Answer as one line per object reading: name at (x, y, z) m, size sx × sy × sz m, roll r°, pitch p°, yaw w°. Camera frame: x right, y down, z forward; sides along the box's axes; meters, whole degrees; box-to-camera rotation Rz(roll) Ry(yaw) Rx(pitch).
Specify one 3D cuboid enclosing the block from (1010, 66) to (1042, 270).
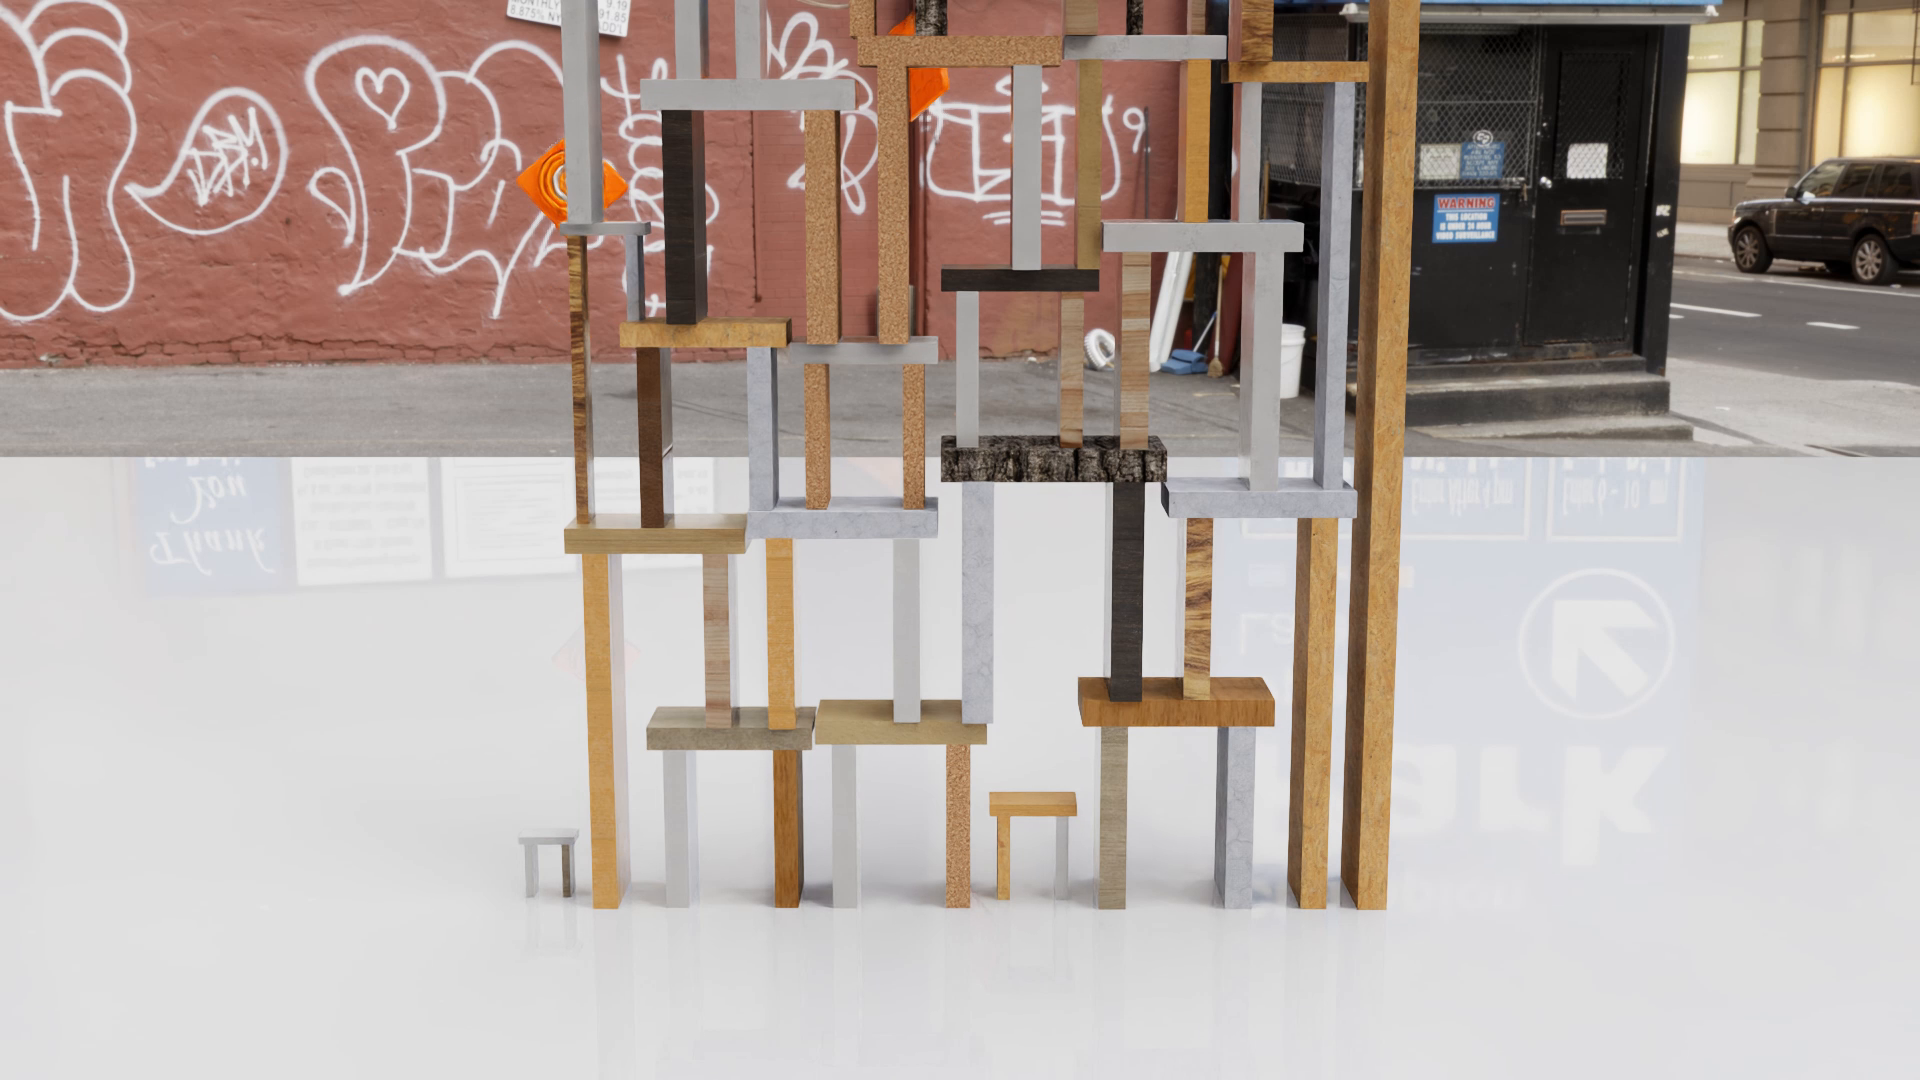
block at (0.103, -0.584, 3.447) m, size 0.044 × 0.310 × 0.155 m, roll 0°, pitch 11°, yaw 0°

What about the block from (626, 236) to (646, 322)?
block at (-0.515, -0.417, 3.487) m, size 0.019 × 0.135 × 0.068 m, roll 0°, pitch 11°, yaw 0°

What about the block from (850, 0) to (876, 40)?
block at (-0.150, -0.908, 3.389) m, size 0.037 × 0.261 × 0.131 m, roll 0°, pitch 11°, yaw 0°

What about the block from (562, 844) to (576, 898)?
block at (-0.652, 0.544, 3.664) m, size 0.013 × 0.092 × 0.046 m, roll 0°, pitch 11°, yaw 0°

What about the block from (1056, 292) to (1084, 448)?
block at (0.176, -0.277, 3.511) m, size 0.035 × 0.247 × 0.123 m, roll 0°, pitch 11°, yaw 0°

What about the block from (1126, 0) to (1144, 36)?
block at (0.271, -0.852, 3.406) m, size 0.020 × 0.143 × 0.072 m, roll 0°, pitch 11°, yaw 0°

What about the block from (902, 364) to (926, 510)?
block at (-0.074, -0.173, 3.528) m, size 0.033 × 0.232 × 0.116 m, roll 0°, pitch 10°, yaw 0°

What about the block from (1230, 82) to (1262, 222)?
block at (0.448, -0.607, 3.443) m, size 0.030 × 0.214 × 0.107 m, roll 0°, pitch 11°, yaw 0°

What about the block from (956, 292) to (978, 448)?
block at (0.012, -0.277, 3.510) m, size 0.035 × 0.247 × 0.123 m, roll 0°, pitch 11°, yaw 0°

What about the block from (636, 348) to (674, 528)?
block at (-0.488, -0.172, 3.525) m, size 0.037 × 0.287 × 0.130 m, roll 0°, pitch 11°, yaw 0°

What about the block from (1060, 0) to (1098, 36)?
block at (0.185, -0.951, 3.388) m, size 0.049 × 0.344 × 0.172 m, roll 0°, pitch 11°, yaw 0°

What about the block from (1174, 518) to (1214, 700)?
block at (0.380, 0.098, 3.577) m, size 0.042 × 0.297 × 0.149 m, roll 0°, pitch 11°, yaw 0°

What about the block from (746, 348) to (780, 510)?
block at (-0.315, -0.186, 3.523) m, size 0.037 × 0.259 × 0.130 m, roll 0°, pitch 11°, yaw 0°

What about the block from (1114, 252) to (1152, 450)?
block at (0.273, -0.308, 3.505) m, size 0.044 × 0.309 × 0.154 m, roll 0°, pitch 11°, yaw 0°

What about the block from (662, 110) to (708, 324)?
block at (-0.433, -0.510, 3.465) m, size 0.046 × 0.327 × 0.163 m, roll 0°, pitch 11°, yaw 0°

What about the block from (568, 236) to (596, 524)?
block at (-0.605, -0.258, 3.516) m, size 0.019 × 0.459 × 0.068 m, roll 0°, pitch 11°, yaw 0°

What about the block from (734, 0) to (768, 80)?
block at (-0.324, -0.876, 3.395) m, size 0.037 × 0.326 × 0.131 m, roll 0°, pitch 11°, yaw 0°

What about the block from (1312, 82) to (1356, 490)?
block at (0.591, -0.401, 3.481) m, size 0.030 × 0.633 × 0.107 m, roll 0°, pitch 11°, yaw 0°

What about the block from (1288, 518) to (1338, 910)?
block at (0.578, 0.271, 3.609) m, size 0.042 × 0.649 × 0.148 m, roll 0°, pitch 11°, yaw 0°

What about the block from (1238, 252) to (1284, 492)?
block at (0.479, -0.275, 3.511) m, size 0.044 × 0.375 × 0.154 m, roll 0°, pitch 11°, yaw 0°

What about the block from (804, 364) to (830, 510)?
block at (-0.228, -0.173, 3.528) m, size 0.033 × 0.232 × 0.116 m, roll 0°, pitch 11°, yaw 0°

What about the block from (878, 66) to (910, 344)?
block at (-0.104, -0.527, 3.459) m, size 0.044 × 0.425 × 0.155 m, roll 0°, pitch 11°, yaw 0°

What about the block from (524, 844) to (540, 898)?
block at (-0.714, 0.544, 3.664) m, size 0.013 × 0.092 × 0.046 m, roll 0°, pitch 11°, yaw 0°

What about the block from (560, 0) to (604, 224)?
block at (-0.589, -0.736, 3.421) m, size 0.037 × 0.479 × 0.130 m, roll 0°, pitch 11°, yaw 0°

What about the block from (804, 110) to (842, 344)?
block at (-0.215, -0.495, 3.468) m, size 0.046 × 0.358 × 0.163 m, roll 0°, pitch 11°, yaw 0°

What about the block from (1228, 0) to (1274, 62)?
block at (0.451, -0.907, 3.395) m, size 0.047 × 0.333 × 0.166 m, roll 0°, pitch 11°, yaw 0°

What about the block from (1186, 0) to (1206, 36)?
block at (0.366, -0.852, 3.406) m, size 0.020 × 0.143 × 0.072 m, roll 0°, pitch 11°, yaw 0°

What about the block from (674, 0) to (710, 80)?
block at (-0.416, -0.844, 3.401) m, size 0.037 × 0.260 × 0.130 m, roll 0°, pitch 11°, yaw 0°

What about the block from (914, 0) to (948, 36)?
block at (-0.044, -0.950, 3.388) m, size 0.049 × 0.345 × 0.172 m, roll 0°, pitch 11°, yaw 0°

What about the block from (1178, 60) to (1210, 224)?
block at (0.366, -0.625, 3.446) m, size 0.035 × 0.248 × 0.124 m, roll 0°, pitch 11°, yaw 0°

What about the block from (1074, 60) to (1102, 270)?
block at (0.201, -0.590, 3.451) m, size 0.035 × 0.319 × 0.124 m, roll 0°, pitch 11°, yaw 0°

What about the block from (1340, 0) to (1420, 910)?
block at (0.673, -0.241, 3.520) m, size 0.047 × 1.688 × 0.167 m, roll 0°, pitch 11°, yaw 0°
